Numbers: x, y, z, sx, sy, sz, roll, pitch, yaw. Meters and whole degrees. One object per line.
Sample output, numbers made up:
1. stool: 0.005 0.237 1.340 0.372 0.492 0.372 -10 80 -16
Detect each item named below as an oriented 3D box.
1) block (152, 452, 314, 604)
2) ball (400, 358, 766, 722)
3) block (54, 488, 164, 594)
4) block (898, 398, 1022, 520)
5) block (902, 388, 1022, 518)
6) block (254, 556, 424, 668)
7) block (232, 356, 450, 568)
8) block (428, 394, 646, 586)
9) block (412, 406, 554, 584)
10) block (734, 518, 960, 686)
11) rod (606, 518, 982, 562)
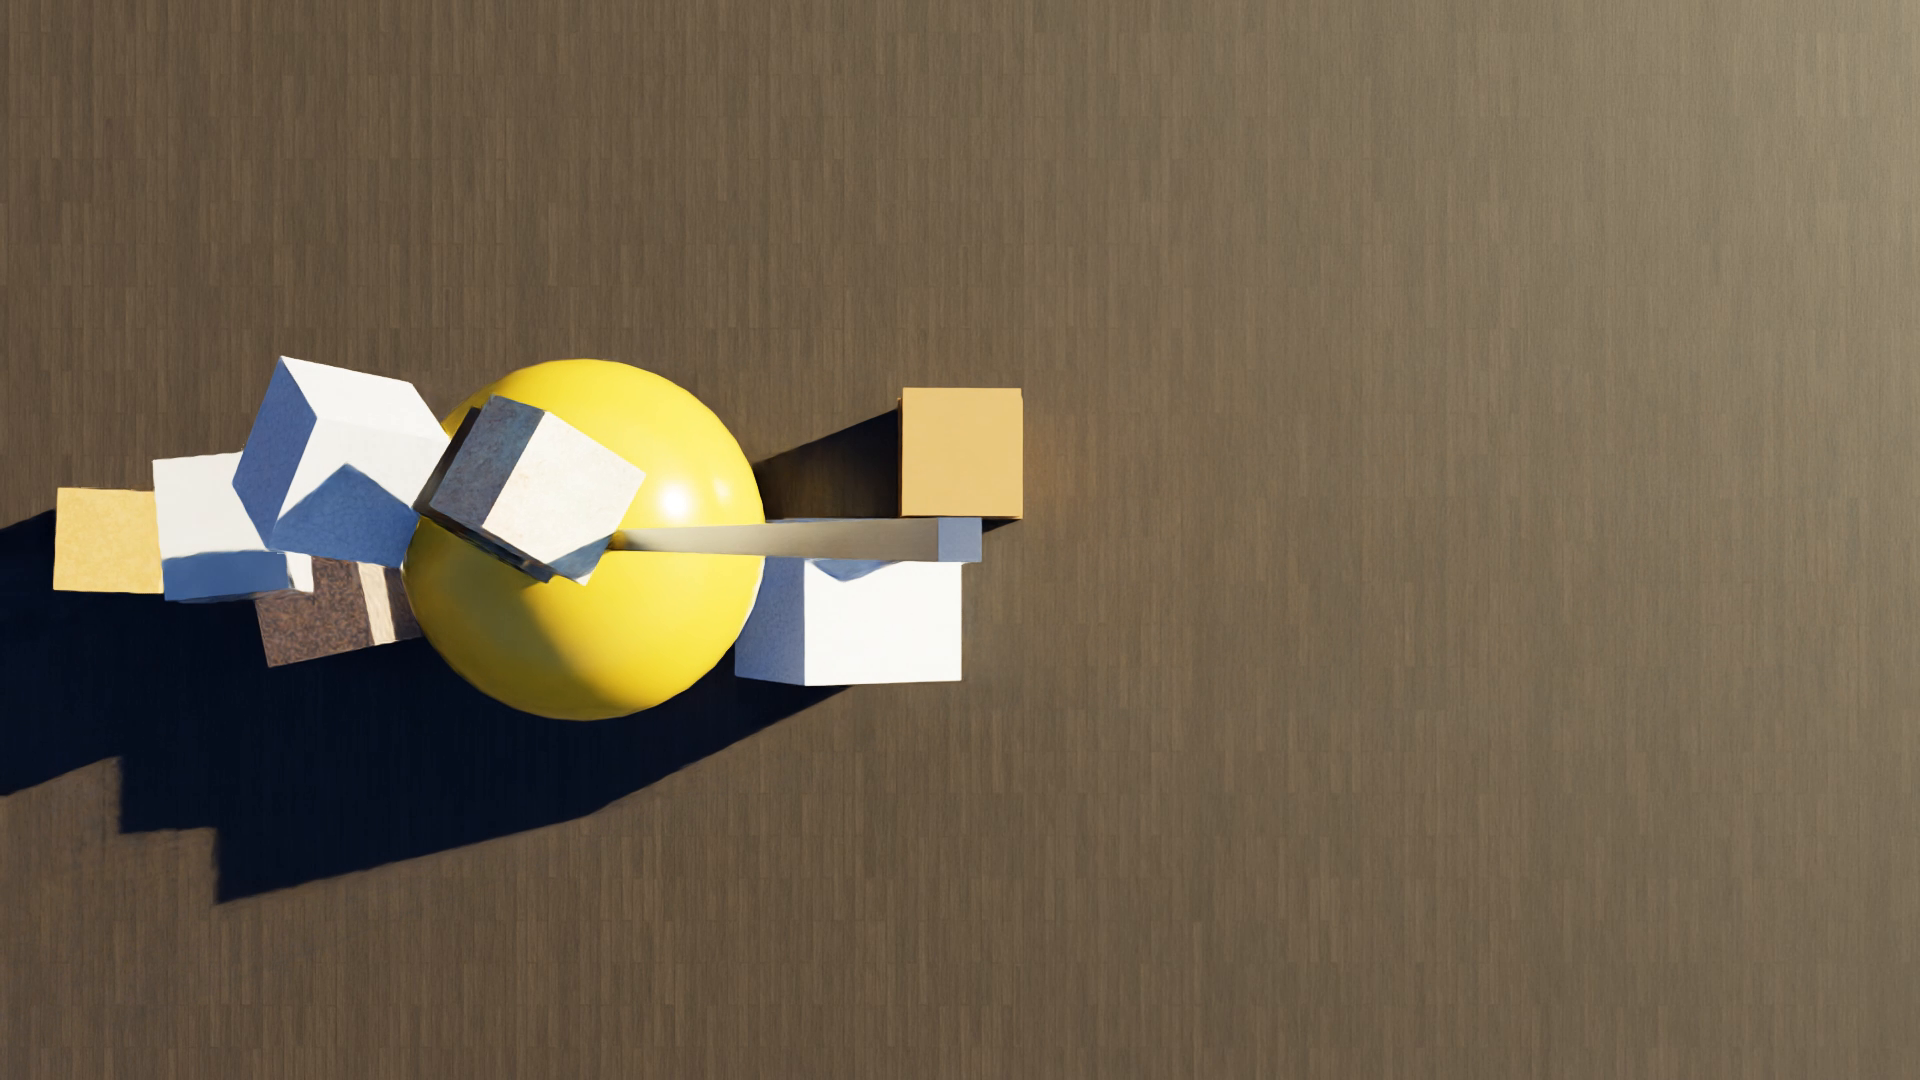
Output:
1. block: -3.663 -0.057 11.115 0.593 0.668 0.691 -6 88 -7
2. ball: -1.656 0.000 9.689 1.600 1.600 1.600 0 90 0
3. block: -4.808 0.009 12.639 0.580 0.553 0.573 2 89 -4
4. block: 0.001 -0.453 12.605 0.694 0.790 0.669 0 90 0
5. block: 0.009 -0.461 11.853 0.617 0.714 0.666 0 90 0
6. block: -3.543 0.242 12.561 0.660 0.755 0.794 -12 90 12
7. block: -2.570 -0.319 9.125 0.587 0.521 0.616 11 115 -40
8. block: -1.570 -0.188 8.181 0.499 0.422 0.478 35 78 -40
9. block: -1.762 -0.177 8.604 0.446 0.416 0.465 37 78 -43
10. block: -0.640 0.330 12.361 0.955 0.924 0.893 0 90 -30
11. rod: -0.718 0.000 6.421 0.080 5.200 0.080 0 90 -16
